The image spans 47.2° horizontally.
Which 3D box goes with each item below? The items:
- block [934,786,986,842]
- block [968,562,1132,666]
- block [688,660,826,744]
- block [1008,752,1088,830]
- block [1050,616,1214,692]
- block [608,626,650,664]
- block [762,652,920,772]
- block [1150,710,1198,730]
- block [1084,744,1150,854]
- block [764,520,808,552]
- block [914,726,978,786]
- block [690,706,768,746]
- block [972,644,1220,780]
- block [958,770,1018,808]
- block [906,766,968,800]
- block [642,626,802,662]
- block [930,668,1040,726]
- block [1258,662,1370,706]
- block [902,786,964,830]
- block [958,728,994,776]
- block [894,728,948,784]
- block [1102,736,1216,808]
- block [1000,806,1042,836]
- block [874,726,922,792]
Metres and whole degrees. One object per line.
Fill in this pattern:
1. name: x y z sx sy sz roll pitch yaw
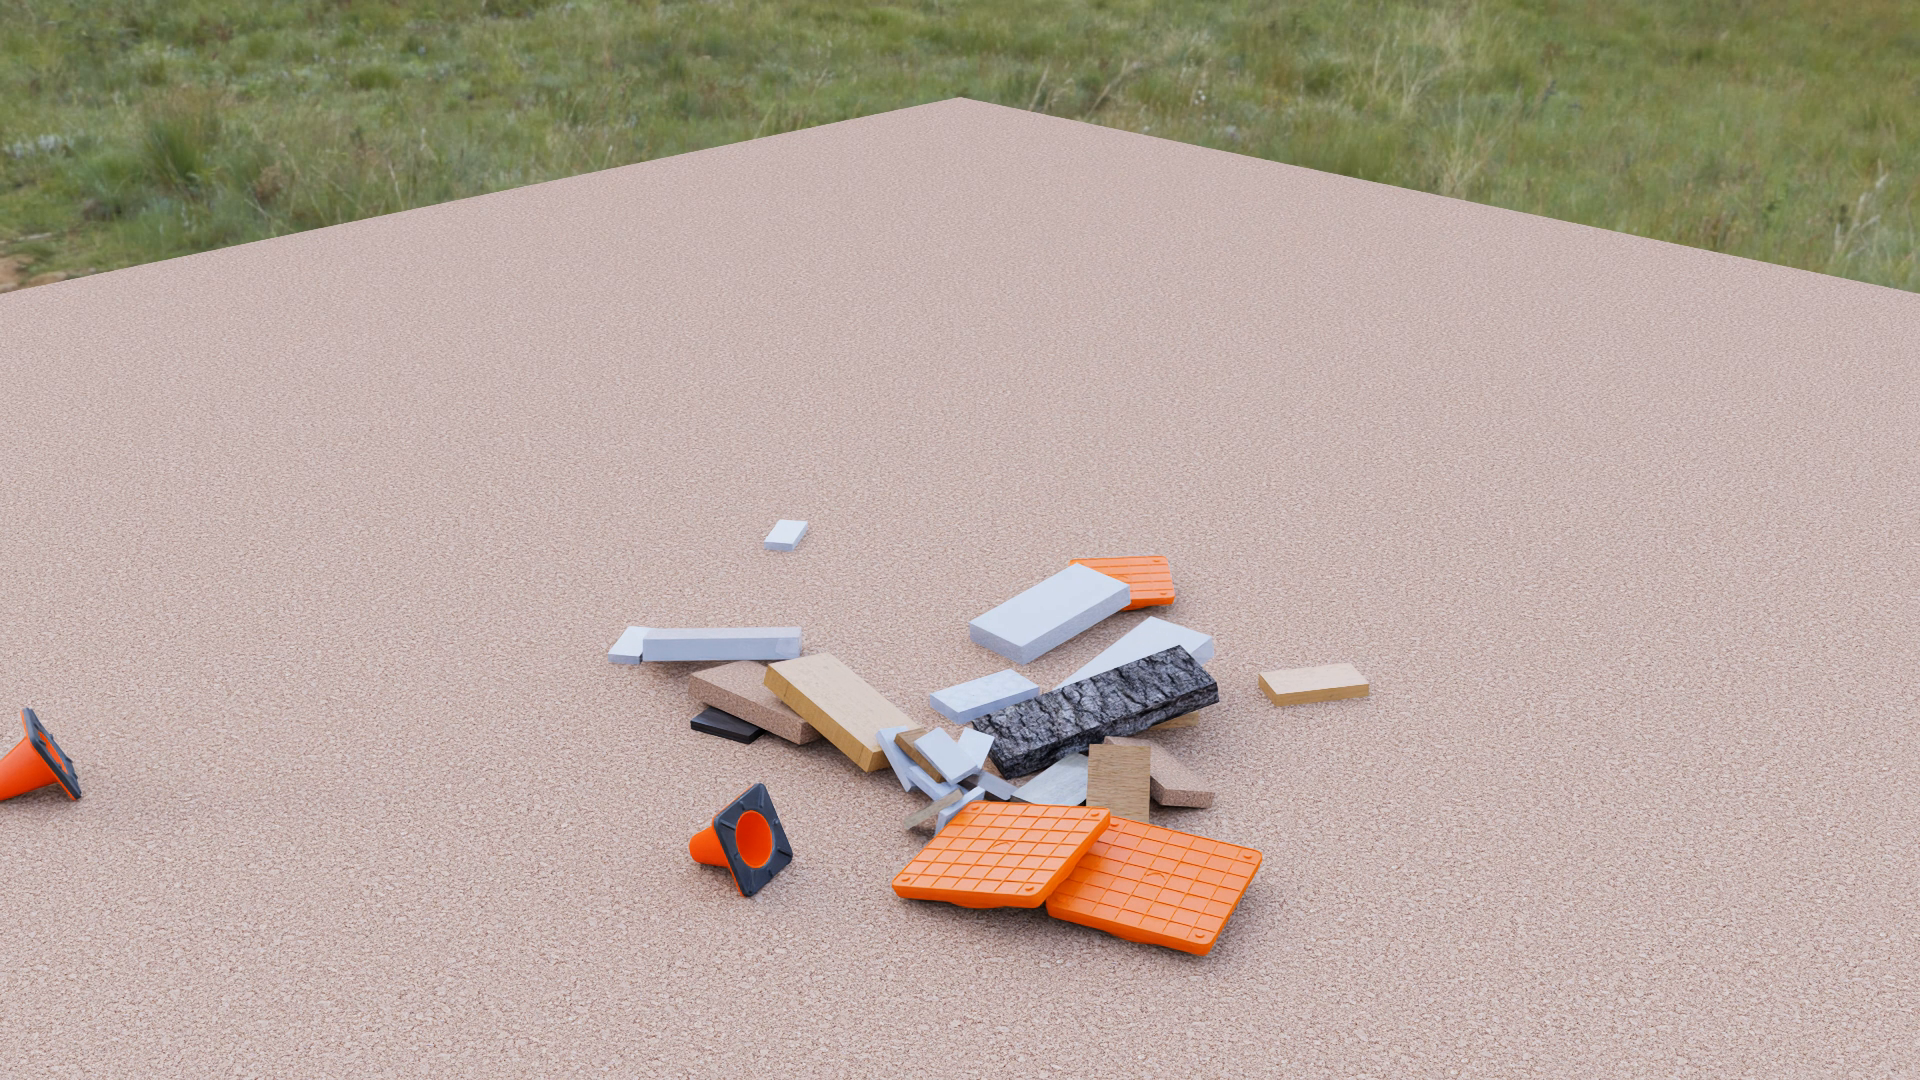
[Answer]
1. block: 0.000 0.546 4.389 0.018 0.064 0.129 29 34 27
2. block: 0.215 0.173 5.226 0.359 0.051 0.180 -28 35 -34
3. block: -0.412 0.353 4.832 0.352 0.050 0.176 19 21 38
4. block: 0.219 0.510 4.485 0.125 0.035 0.249 18 25 28
5. block: 0.382 0.299 4.890 0.180 0.051 0.359 18 40 42
6. block: -0.763 0.246 5.152 0.076 0.022 0.152 4 23 10
7. block: -0.241 0.364 4.703 0.176 0.050 0.352 -10 36 -45
8. block: 0.444 0.353 4.890 0.110 0.031 0.221 -5 23 -11
9. block: 0.316 0.515 4.392 0.125 0.035 0.249 2 43 5
10. block: -0.456 -0.012 5.763 0.076 0.022 0.152 4 23 10
11. block: -0.029 0.441 4.489 0.065 0.018 0.131 -28 50 -24
12. block: -0.502 0.403 4.783 0.152 0.022 0.076 12 26 26
13. block: 0.289 0.365 4.700 0.497 0.051 0.180 -19 30 -13
14. block: 0.062 0.504 4.479 0.129 0.018 0.064 24 26 34
15. block: -0.035 0.506 4.483 0.073 0.021 0.146 -9 36 -45
16. block: -0.545 0.239 5.069 0.352 0.050 0.176 -1 5 -2
17. block: 0.055 0.348 4.900 0.221 0.031 0.110 -15 27 -32
18. block: 0.796 0.325 4.954 0.221 0.031 0.110 -5 24 -13
19. block: -0.053 0.534 4.373 0.131 0.018 0.065 -30 -2 0
20. block: 0.025 0.437 4.555 0.065 0.018 0.130 19 28 5
21. block: -0.062 0.444 4.534 0.073 0.021 0.146 -8 39 -45
22. block: 0.407 0.478 4.543 0.125 0.035 0.249 8 17 -30
23. block: 0.120 0.552 4.436 0.064 0.018 0.129 -4 23 -8
24. block: -0.111 0.453 4.553 0.073 0.021 0.146 -4 53 -42
